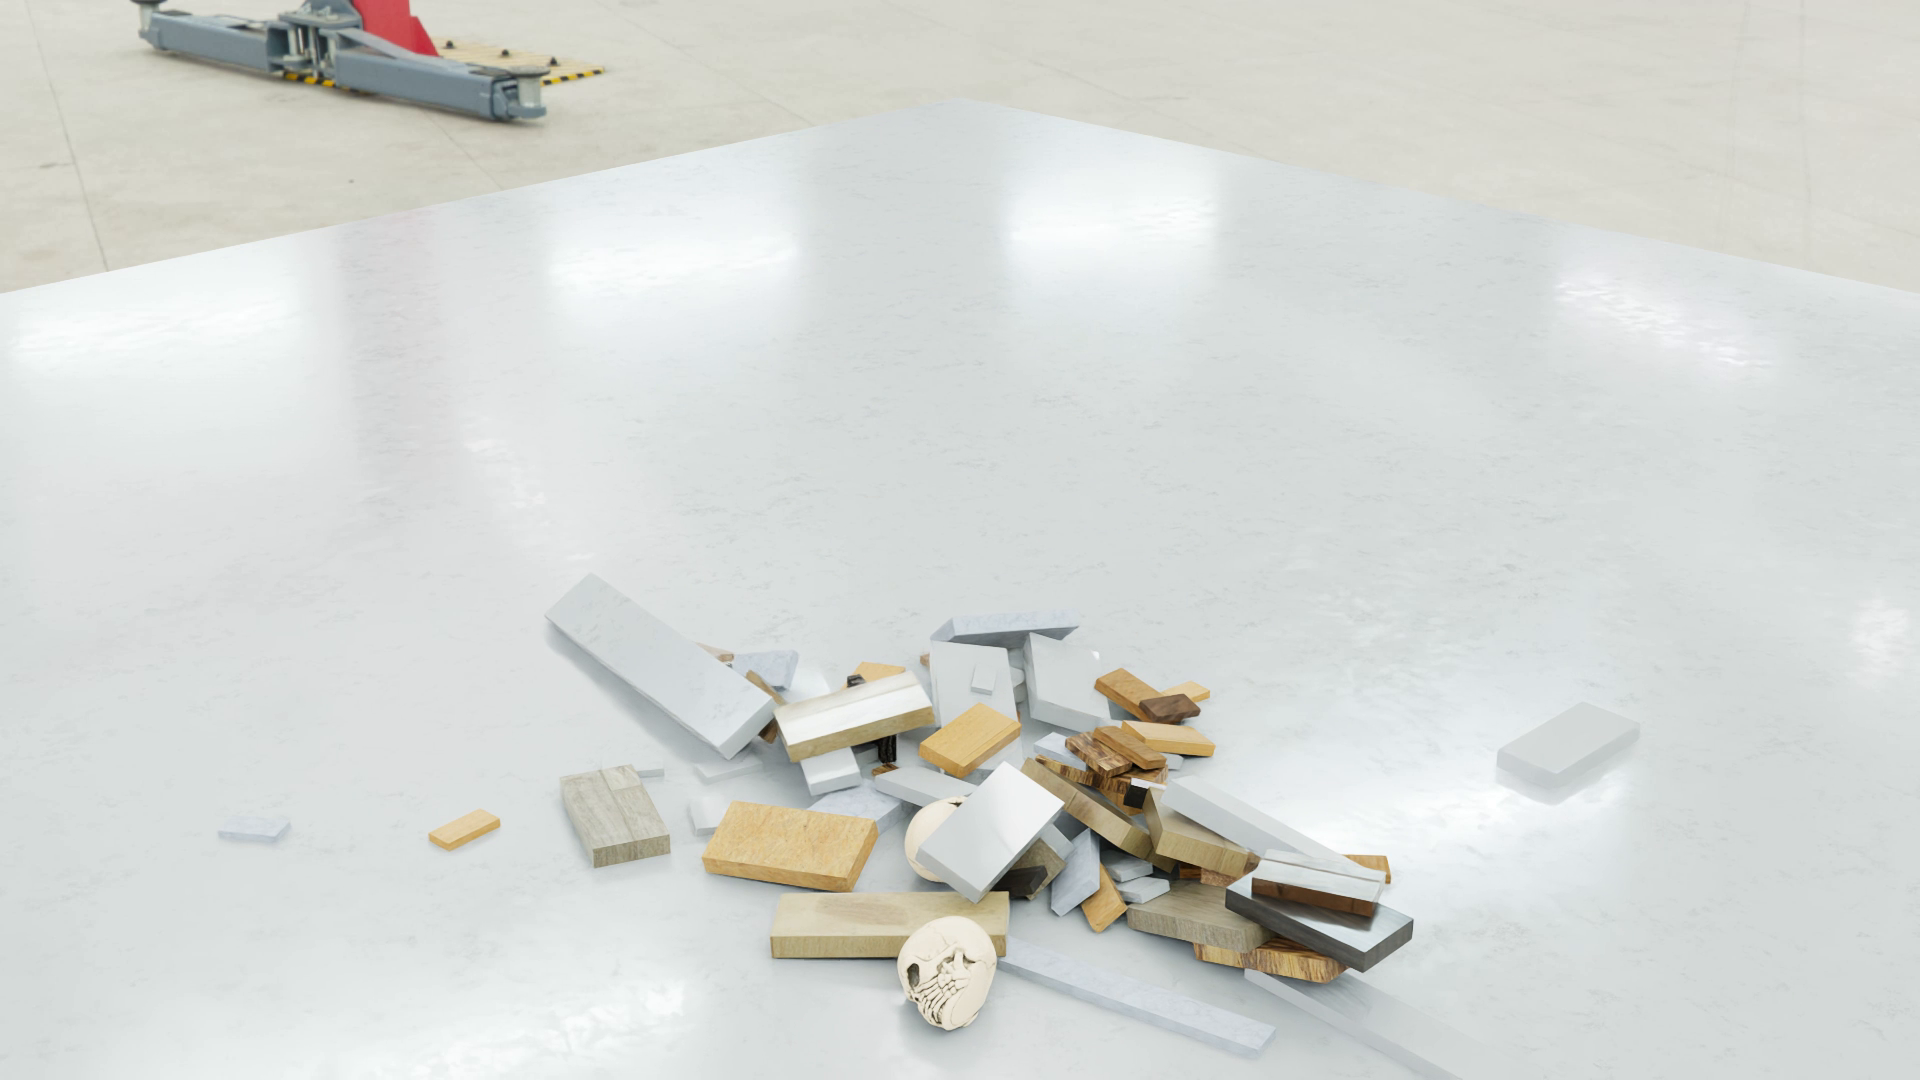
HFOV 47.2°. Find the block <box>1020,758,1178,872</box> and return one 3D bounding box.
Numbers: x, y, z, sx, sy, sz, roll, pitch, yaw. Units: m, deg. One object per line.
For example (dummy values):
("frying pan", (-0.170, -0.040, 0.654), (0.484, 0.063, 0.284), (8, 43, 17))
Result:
("block", (0.270, 0.538, 4.315), (0.165, 0.047, 0.329), (32, -1, -41))

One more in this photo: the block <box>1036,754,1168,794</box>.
("block", (0.292, 0.469, 4.536), (0.252, 0.031, 0.109), (13, 26, 27))

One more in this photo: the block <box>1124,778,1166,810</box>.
("block", (0.401, 0.519, 4.411), (0.134, 0.067, 0.019), (14, 45, -2))

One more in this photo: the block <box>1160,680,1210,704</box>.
("block", (0.491, 0.350, 4.912), (0.126, 0.018, 0.063), (-17, 28, -34))

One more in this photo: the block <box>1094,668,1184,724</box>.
("block", (0.396, 0.350, 4.835), (0.185, 0.026, 0.093), (33, 32, 29))

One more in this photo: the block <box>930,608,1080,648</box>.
("block", (0.103, 0.209, 5.060), (0.308, 0.044, 0.154), (-3, -18, -22))

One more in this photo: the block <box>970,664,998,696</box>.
("block", (0.053, 0.303, 4.778), (0.047, 0.013, 0.094), (12, 29, 2))

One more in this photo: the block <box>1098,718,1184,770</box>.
("block", (0.381, 0.433, 4.668), (0.093, 0.026, 0.185), (10, 14, -35))

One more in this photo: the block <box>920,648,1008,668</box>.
("block", (0.034, 0.254, 5.138), (0.270, 0.018, 0.063), (-16, 28, -34))

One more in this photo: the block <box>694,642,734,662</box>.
("block", (-0.664, 0.242, 5.097), (0.341, 0.020, 0.070), (12, 12, 40))

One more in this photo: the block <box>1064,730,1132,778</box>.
("block", (0.282, 0.438, 4.498), (0.067, 0.019, 0.134), (-14, 33, -34))

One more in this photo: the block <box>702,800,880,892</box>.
("block", (-0.327, 0.589, 4.234), (0.305, 0.043, 0.153), (5, 41, 21))

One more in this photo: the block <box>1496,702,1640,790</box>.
("block", (1.297, 0.436, 4.682), (0.324, 0.041, 0.143), (-20, 30, -39))

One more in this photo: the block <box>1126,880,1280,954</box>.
("block", (0.457, 0.681, 3.996), (0.147, 0.042, 0.294), (-19, 13, -38))

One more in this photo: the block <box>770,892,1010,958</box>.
("block", (-0.125, 0.702, 4.019), (0.424, 0.043, 0.153), (-1, 21, 4))

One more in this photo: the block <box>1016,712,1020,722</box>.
("block", (0.108, 0.401, 4.798), (0.047, 0.013, 0.094), (1, 23, 1))

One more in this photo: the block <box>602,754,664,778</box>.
("block", (-0.686, 0.478, 4.611), (0.128, 0.018, 0.064), (-4, 23, -10))

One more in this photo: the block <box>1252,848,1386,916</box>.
("block", (0.632, 0.602, 3.875), (0.214, 0.030, 0.107), (9, 24, 20))

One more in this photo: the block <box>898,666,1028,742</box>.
("block", (0.001, 0.357, 4.859), (0.167, 0.047, 0.335), (16, 28, 32))

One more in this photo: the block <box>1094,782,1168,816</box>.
("block", (0.340, 0.497, 4.550), (0.109, 0.031, 0.219), (-11, 26, -25))

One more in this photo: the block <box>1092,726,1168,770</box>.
("block", (0.349, 0.425, 4.515), (0.143, 0.020, 0.072), (31, 18, 34))

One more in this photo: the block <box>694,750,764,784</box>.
("block", (-0.484, 0.477, 4.614), (0.128, 0.018, 0.064), (-13, 26, -28))

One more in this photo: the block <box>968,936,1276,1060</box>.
("block", (0.277, 0.794, 3.862), (0.571, 0.021, 0.074), (14, 27, 29))

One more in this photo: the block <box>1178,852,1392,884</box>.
("block", (0.625, 0.631, 4.248), (0.402, 0.020, 0.072), (1, 23, 3))

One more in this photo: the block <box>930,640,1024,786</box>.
("block", (0.033, 0.371, 4.715), (0.167, 0.047, 0.465), (6, 30, -8))

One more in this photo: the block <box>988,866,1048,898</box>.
("block", (0.084, 0.648, 4.136), (0.148, 0.021, 0.074), (-13, 15, 30))

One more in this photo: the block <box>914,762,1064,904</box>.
("block", (0.058, 0.546, 4.129), (0.143, 0.041, 0.286), (34, 46, 17))

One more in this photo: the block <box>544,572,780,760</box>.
("block", (-0.685, 0.268, 4.939), (0.154, 0.044, 0.879), (-43, 37, -15))

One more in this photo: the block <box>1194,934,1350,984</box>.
("block", (0.574, 0.717, 3.907), (0.147, 0.042, 0.294), (-21, 14, -40))

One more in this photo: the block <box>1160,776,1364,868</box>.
("block", (0.578, 0.561, 4.170), (0.385, 0.047, 0.165), (28, 8, 21))

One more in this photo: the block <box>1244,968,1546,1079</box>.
("block", (0.735, 0.830, 3.765), (0.107, 0.030, 0.550), (-20, 30, -39))
